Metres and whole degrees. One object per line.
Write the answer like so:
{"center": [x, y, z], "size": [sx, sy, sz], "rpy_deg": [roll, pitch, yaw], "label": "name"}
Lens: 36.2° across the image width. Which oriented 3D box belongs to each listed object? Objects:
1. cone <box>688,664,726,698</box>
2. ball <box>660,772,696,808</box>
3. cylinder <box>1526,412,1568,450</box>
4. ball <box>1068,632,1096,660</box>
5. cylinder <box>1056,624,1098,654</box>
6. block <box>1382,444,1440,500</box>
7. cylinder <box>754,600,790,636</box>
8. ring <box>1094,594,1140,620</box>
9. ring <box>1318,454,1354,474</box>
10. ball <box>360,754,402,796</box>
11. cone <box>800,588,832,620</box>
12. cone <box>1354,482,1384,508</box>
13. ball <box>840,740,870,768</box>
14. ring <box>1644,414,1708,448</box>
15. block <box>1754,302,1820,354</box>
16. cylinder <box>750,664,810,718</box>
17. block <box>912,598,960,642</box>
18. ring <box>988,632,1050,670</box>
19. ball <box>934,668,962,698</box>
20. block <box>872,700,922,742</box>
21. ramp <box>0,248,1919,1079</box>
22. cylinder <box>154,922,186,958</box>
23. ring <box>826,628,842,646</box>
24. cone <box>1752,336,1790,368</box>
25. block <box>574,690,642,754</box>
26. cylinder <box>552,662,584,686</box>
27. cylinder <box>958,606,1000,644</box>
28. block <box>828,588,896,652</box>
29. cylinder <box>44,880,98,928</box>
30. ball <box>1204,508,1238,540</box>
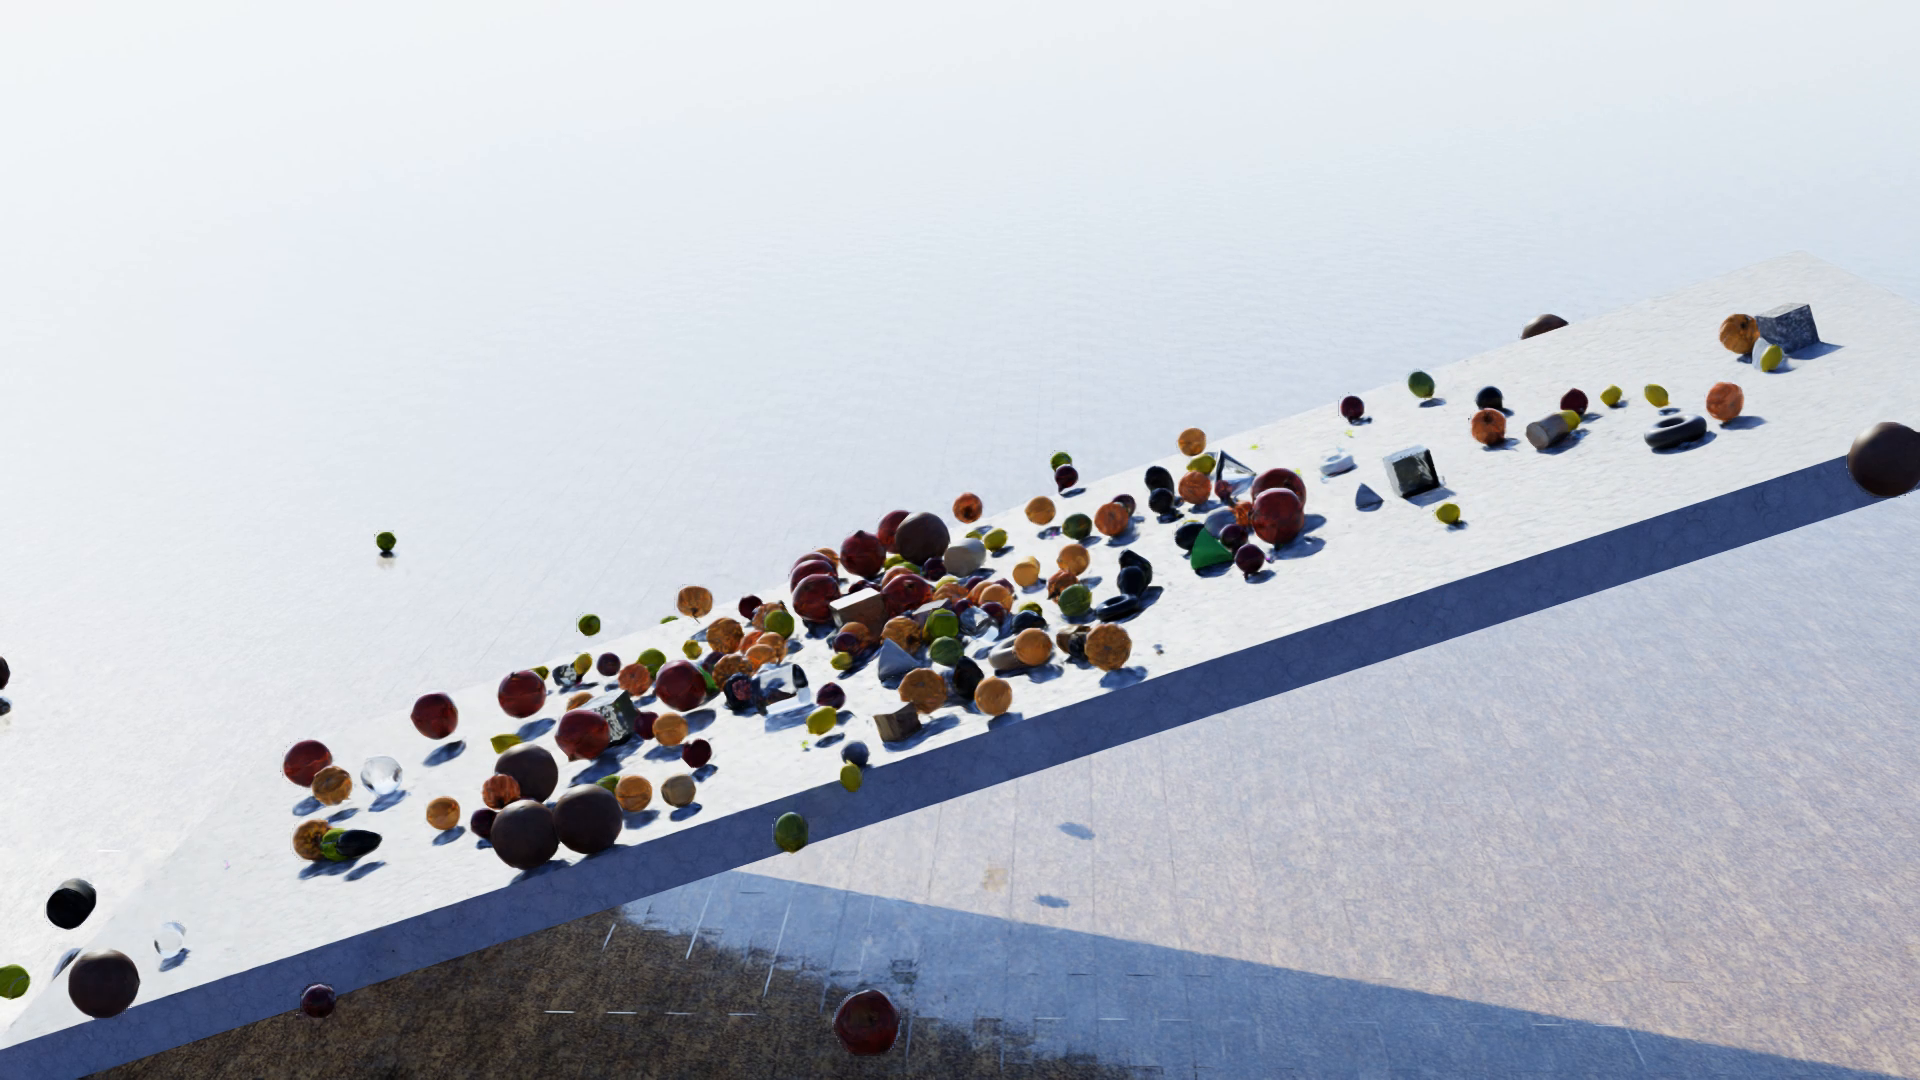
{"center": [-0.545, 0.315, 6.410], "size": [0.077, 0.077, 0.077], "rpy_deg": [9, 13, 6], "label": "cone"}
{"center": [-0.530, 0.471, 5.534], "size": [0.066, 0.066, 0.066], "rpy_deg": [0, 12, 0], "label": "ball"}
{"center": [1.194, -0.222, 5.978], "size": [0.059, 0.059, 0.059], "rpy_deg": [-26, 24, -29], "label": "cylinder"}
{"center": [0.231, 0.201, 5.571], "size": [0.055, 0.055, 0.055], "rpy_deg": [0, 12, 0], "label": "ball"}
{"center": [0.223, 0.191, 5.631], "size": [0.058, 0.058, 0.058], "rpy_deg": [-6, 4, -26], "label": "cylinder"}
{"center": [0.919, -0.139, 5.991], "size": [0.080, 0.080, 0.080], "rpy_deg": [-20, 11, -3], "label": "block"}
{"center": [-0.435, 0.179, 6.806], "size": [0.066, 0.066, 0.066], "rpy_deg": [-18, 10, 7], "label": "cylinder"}
{"center": [0.312, 0.134, 5.829], "size": [0.094, 0.031, 0.094], "rpy_deg": [-17, 11, 4], "label": "ring"}
{"center": [0.824, -0.167, 6.435], "size": [0.081, 0.027, 0.081], "rpy_deg": [-20, 15, 5], "label": "ring"}
{"center": [-1.281, 0.521, 6.516], "size": [0.092, 0.092, 0.092], "rpy_deg": [0, 12, 0], "label": "ball"}
{"center": [-0.321, 0.160, 6.786], "size": [0.079, 0.079, 0.079], "rpy_deg": [18, 14, 4], "label": "cone"}
{"center": [0.843, -0.087, 6.013], "size": [0.054, 0.054, 0.054], "rpy_deg": [16, 18, 23], "label": "cone"}
{"center": [-0.191, 0.391, 5.375], "size": [0.053, 0.053, 0.053], "rpy_deg": [0, 12, 0], "label": "ball"}
{"center": [1.375, -0.209, 5.653], "size": [0.122, 0.041, 0.122], "rpy_deg": [-17, 11, 4], "label": "ring"}
{"center": [1.712, -0.437, 6.085], "size": [0.082, 0.082, 0.082], "rpy_deg": [-21, 11, -11], "label": "block"}
{"center": [-0.365, 0.307, 5.987], "size": [0.091, 0.091, 0.091], "rpy_deg": [-16, 8, 16], "label": "cylinder"}
{"center": [-0.050, 0.169, 6.191], "size": [0.065, 0.065, 0.065], "rpy_deg": [-15, 12, 25], "label": "block"}
{"center": [0.116, 0.217, 5.731], "size": [0.126, 0.042, 0.126], "rpy_deg": [-20, 10, 4], "label": "ring"}
{"center": [-0.023, 0.274, 5.648], "size": [0.056, 0.056, 0.056], "rpy_deg": [0, 12, 0], "label": "ball"}
{"center": [-0.117, 0.339, 5.489], "size": [0.057, 0.057, 0.057], "rpy_deg": [-9, 15, 42], "label": "block"}
{"center": [0.108, 0.180, 6.304], "size": [4.000, 0.100, 2.000], "rpy_deg": [-18, 11, 6], "label": "ramp"}
{"center": [-1.547, 0.783, 5.765], "size": [0.055, 0.055, 0.055], "rpy_deg": [-2, 13, -7], "label": "cylinder"}
{"center": [-0.256, 0.209, 6.456], "size": [0.079, 0.026, 0.079], "rpy_deg": [-20, 11, 4], "label": "ring"}
{"center": [1.665, -0.378, 6.013], "size": [0.067, 0.067, 0.067], "rpy_deg": [7, 11, -11], "label": "cone"}
{"center": [-0.749, 0.386, 6.261], "size": [0.092, 0.092, 0.092], "rpy_deg": [-16, 11, 19], "label": "block"}
{"center": [-0.934, 0.320, 7.011], "size": [0.052, 0.052, 0.052], "rpy_deg": [-11, 3, 37], "label": "cylinder"}
{"center": [0.039, 0.173, 5.954], "size": [0.059, 0.059, 0.059], "rpy_deg": [-8, 23, -33], "label": "cylinder"}
{"center": [-0.213, 0.172, 6.370], "size": [0.099, 0.099, 0.099], "rpy_deg": [-22, 11, -12], "label": "block"}
{"center": [-1.925, 0.788, 6.374], "size": [0.090, 0.090, 0.090], "rpy_deg": [0, 1, -2], "label": "cylinder"}
{"center": [0.541, -0.033, 6.106], "size": [0.068, 0.068, 0.068], "rpy_deg": [0, 12, 0], "label": "ball"}
